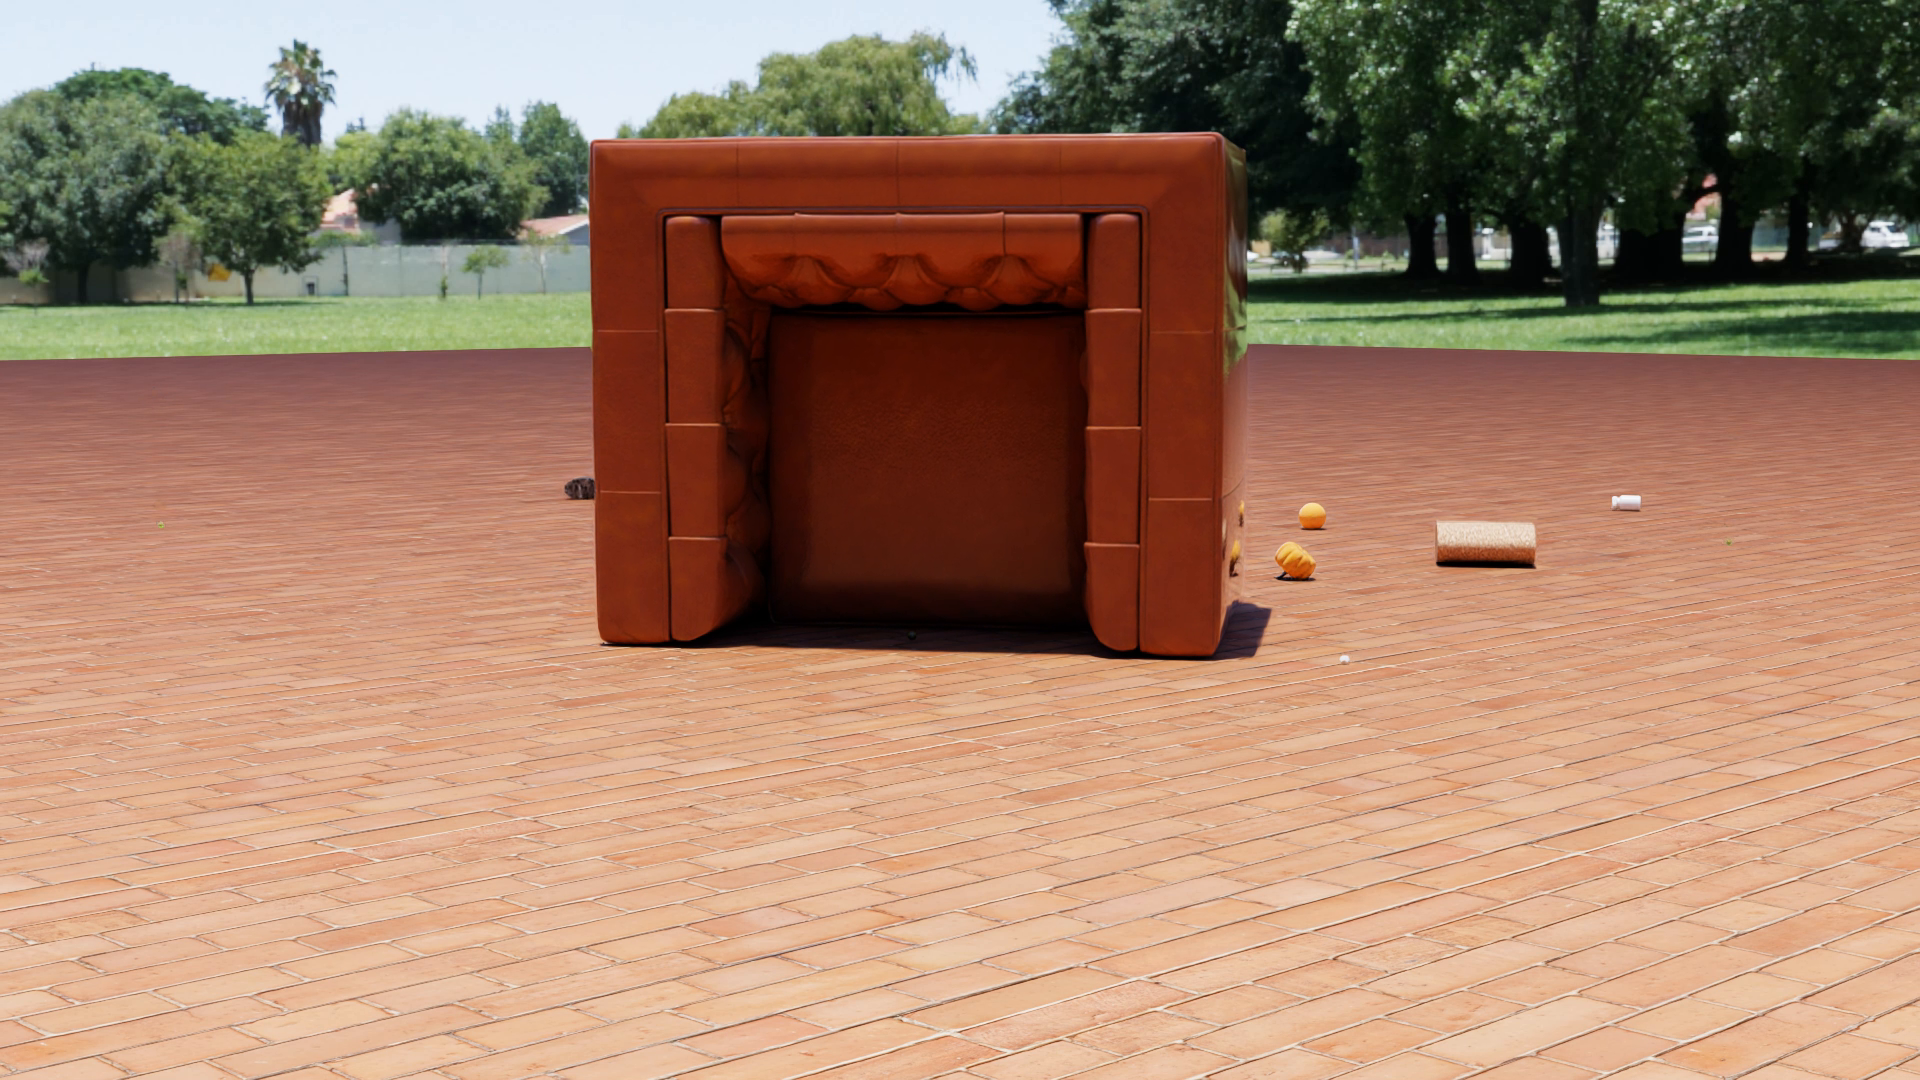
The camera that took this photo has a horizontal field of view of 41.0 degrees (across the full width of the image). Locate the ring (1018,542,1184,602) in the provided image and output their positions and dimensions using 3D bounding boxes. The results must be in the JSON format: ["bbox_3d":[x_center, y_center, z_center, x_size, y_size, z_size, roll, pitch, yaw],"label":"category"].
[{"bbox_3d":[0.290,0.066,5.310,0.343,0.097,0.381,0,5,4],"label":"ring"}]

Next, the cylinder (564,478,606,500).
[{"bbox_3d":[-1.110,-0.153,7.592,0.116,0.062,0.061,-1,6,-3],"label":"cylinder"}]

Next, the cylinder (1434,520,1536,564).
[{"bbox_3d":[1.206,0.005,5.902,0.217,0.094,0.235,1,6,9],"label":"cylinder"}]

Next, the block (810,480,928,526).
[{"bbox_3d":[-0.243,-0.102,6.898,0.284,0.104,0.175,1,6,9],"label":"block"}]
